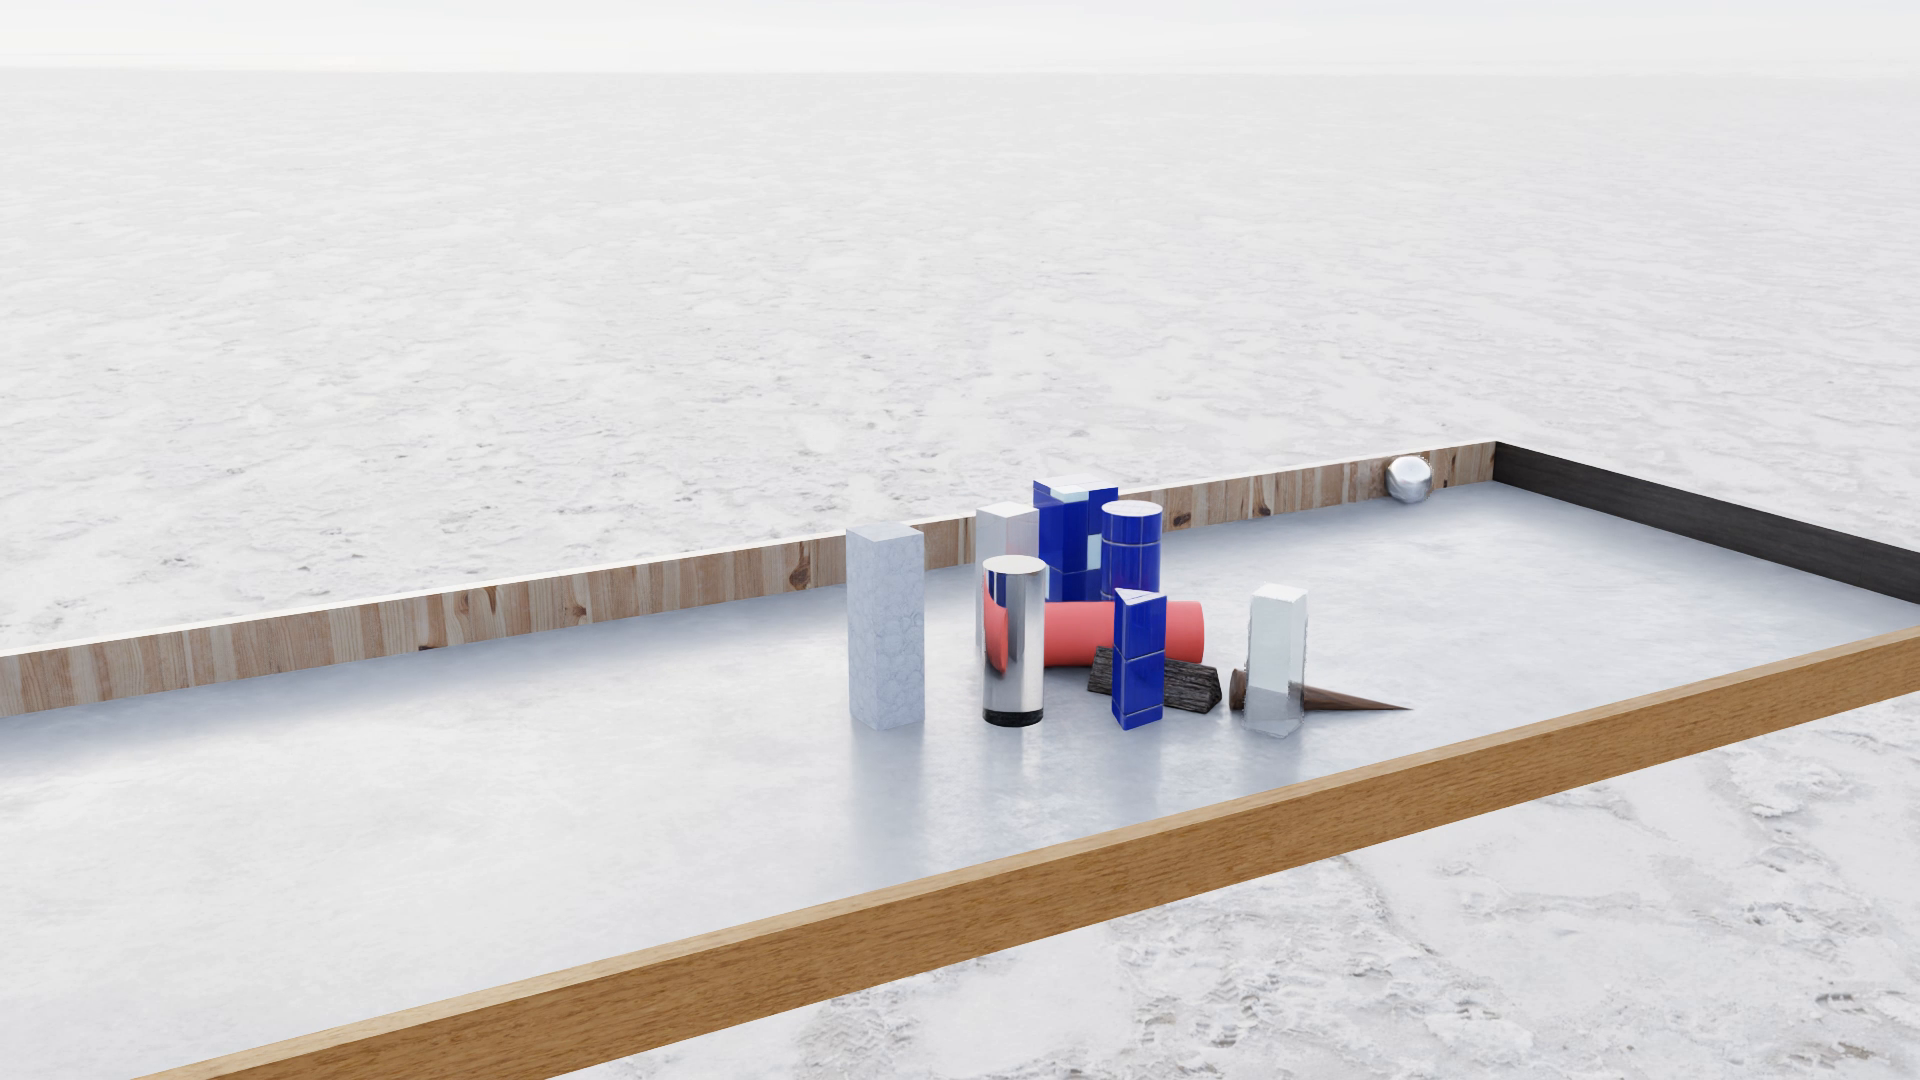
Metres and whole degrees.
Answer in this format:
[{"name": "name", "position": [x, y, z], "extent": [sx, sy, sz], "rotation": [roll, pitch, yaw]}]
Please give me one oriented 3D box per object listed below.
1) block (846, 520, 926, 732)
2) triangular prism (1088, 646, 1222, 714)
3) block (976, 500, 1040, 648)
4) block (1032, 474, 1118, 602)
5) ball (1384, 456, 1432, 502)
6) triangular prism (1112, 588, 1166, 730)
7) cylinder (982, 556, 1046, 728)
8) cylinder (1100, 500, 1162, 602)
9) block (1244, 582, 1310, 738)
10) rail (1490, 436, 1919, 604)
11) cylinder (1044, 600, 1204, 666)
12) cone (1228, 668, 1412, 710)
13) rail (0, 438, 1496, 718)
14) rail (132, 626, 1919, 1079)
[{"name": "block", "position": [-0.174, 0.199, 3.863], "extent": [0.132, 0.460, 0.132], "rotation": [-10, 19, -31]}, {"name": "triangular prism", "position": [0.478, 0.332, 4.041], "extent": [0.311, 0.099, 0.114], "rotation": [9, 19, 28]}, {"name": "block", "position": [0.123, 0.101, 4.343], "extent": [0.116, 0.377, 0.116], "rotation": [-14, 21, -39]}, {"name": "block", "position": [0.319, 0.024, 4.602], "extent": [0.172, 0.378, 0.172], "rotation": [-8, 18, -25]}, {"name": "ball", "position": [1.576, -0.214, 5.793], "extent": [0.163, 0.163, 0.163], "rotation": [0, 16, 0]}, {"name": "triangular prism", "position": [0.399, 0.273, 3.876], "extent": [0.123, 0.309, 0.107], "rotation": [-12, 20, -36]}, {"name": "cylinder", "position": [0.125, 0.237, 3.877], "extent": [0.147, 0.378, 0.147], "rotation": [0, 16, 0]}, {"name": "cylinder", "position": [0.451, 0.095, 4.370], "extent": [0.158, 0.372, 0.158], "rotation": [0, 16, 0]}, {"name": "block", "position": [0.732, 0.278, 3.818], "extent": [0.103, 0.332, 0.103], "rotation": [10, 19, 31]}, {"name": "rail", "position": [2.466, -0.048, 5.253], "extent": [0.050, 0.150, 2.100], "rotation": [-9, 18, -27]}, {"name": "cylinder", "position": [0.394, 0.241, 4.242], "extent": [0.441, 0.165, 0.165], "rotation": [-1, 16, -2]}, {"name": "cone", "position": [0.875, 0.383, 3.963], "extent": [0.442, 0.101, 0.101], "rotation": [7, 16, 0]}, {"name": "rail", "position": [-3.305, 0.497, 3.399], "extent": [12.000, 0.150, 0.050], "rotation": [-9, 18, -27]}, {"name": "rail", "position": [-2.336, 1.006, 1.665], "extent": [12.000, 0.150, 0.050], "rotation": [-9, 18, -27]}]
